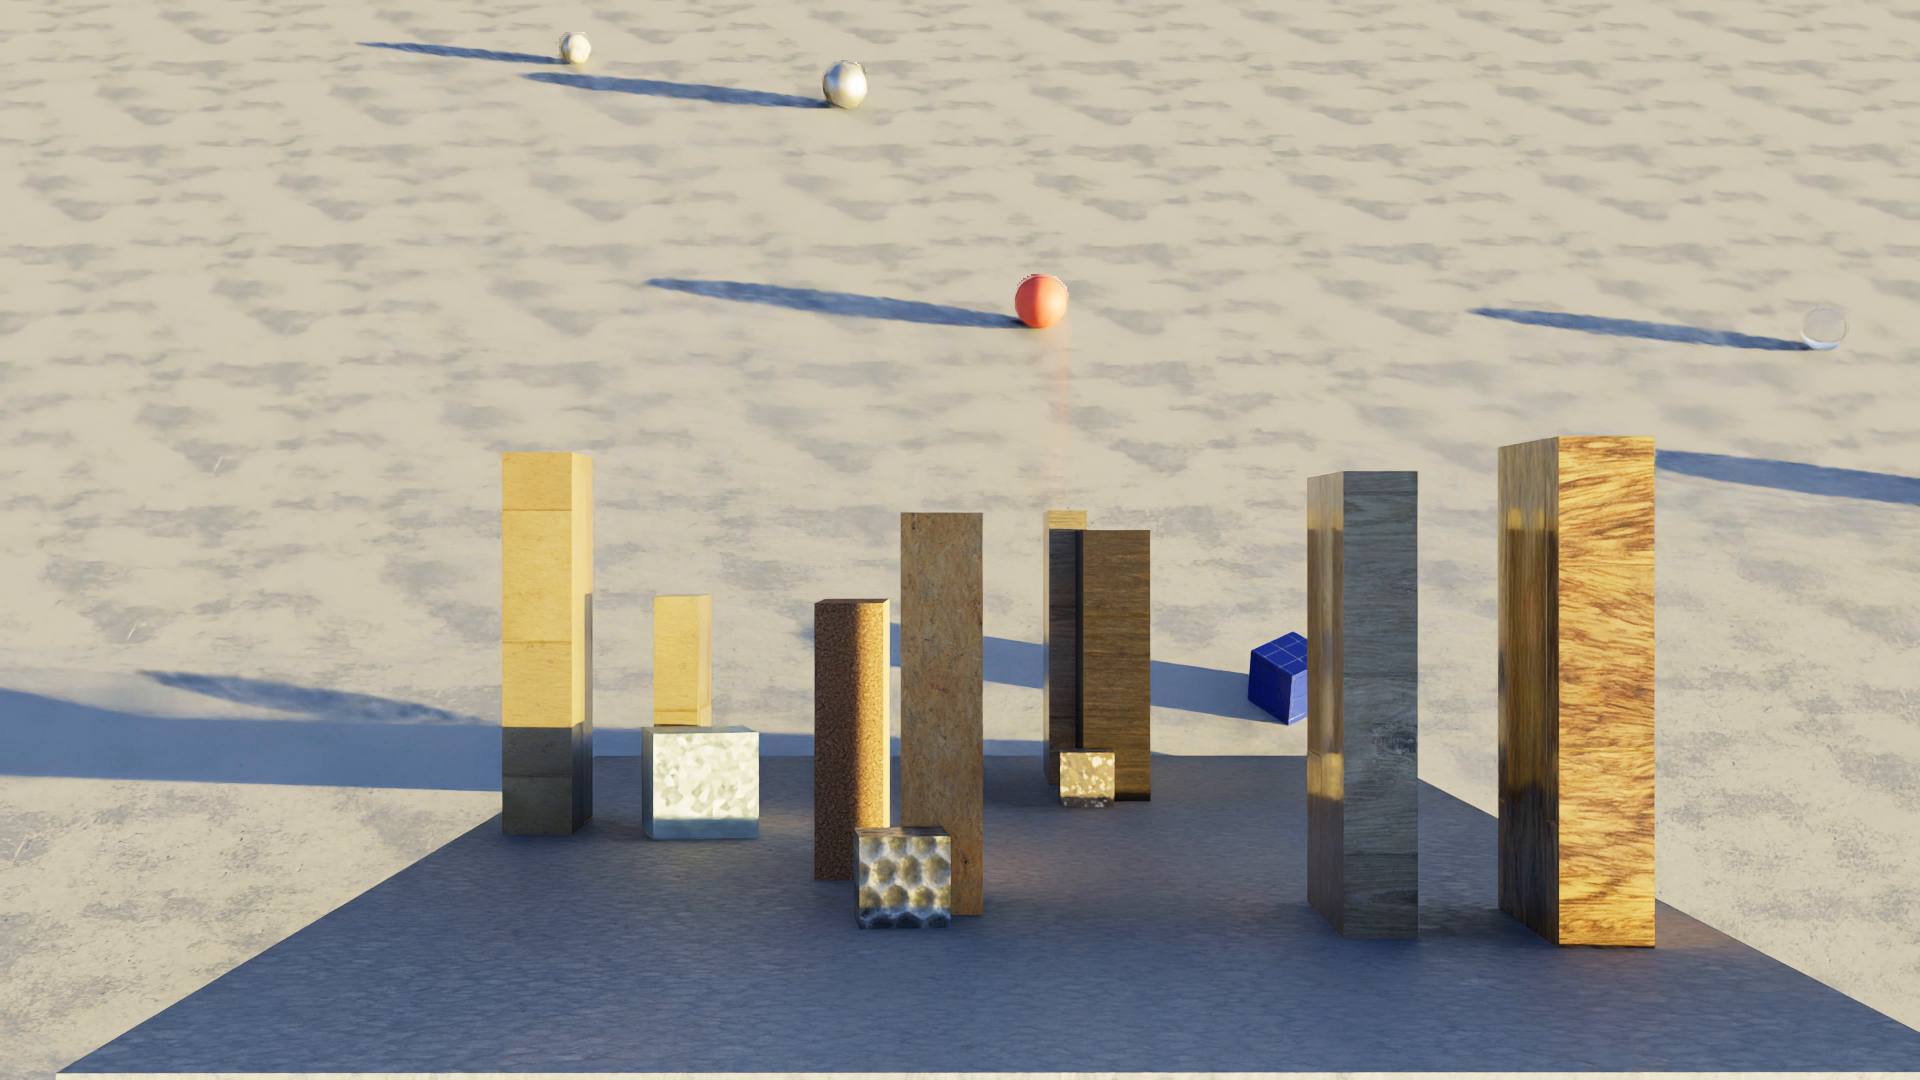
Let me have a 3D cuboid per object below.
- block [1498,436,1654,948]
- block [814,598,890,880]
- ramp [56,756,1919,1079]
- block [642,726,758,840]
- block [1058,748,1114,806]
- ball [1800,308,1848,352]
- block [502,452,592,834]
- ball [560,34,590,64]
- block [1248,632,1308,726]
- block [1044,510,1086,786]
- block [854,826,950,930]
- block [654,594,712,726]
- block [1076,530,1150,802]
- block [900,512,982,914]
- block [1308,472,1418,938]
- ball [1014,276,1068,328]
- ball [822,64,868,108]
[{"bbox_3d":[0.869,0.205,3.675,0.128,0.689,0.393,0,0,0],"label":"block"},{"bbox_3d":[-0.180,0.327,4.376,0.112,0.448,0.363,0,0,0],"label":"block"},{"bbox_3d":[0.068,0.602,4.663,2.000,0.100,4.000,0,0,0],"label":"ramp"},{"bbox_3d":[-0.491,0.455,4.875,0.195,0.195,0.195,0,0,-13],"label":"block"},{"bbox_3d":[0.264,0.497,5.414,0.112,0.112,0.112,0,0,1],"label":"block"},{"bbox_3d":[2.964,-0.723,8.879,0.151,0.151,0.151,0,30,0],"label":"ball"},{"bbox_3d":[-0.793,0.194,4.987,0.131,0.717,0.274,0,0,0],"label":"block"},{"bbox_3d":[-1.689,-2.155,11.356,0.132,0.132,0.132,0,30,0],"label":"ball"},{"bbox_3d":[0.894,0.373,6.989,0.159,0.159,0.159,-21,36,-32],"label":"block"},{"bbox_3d":[0.243,0.244,6.031,0.085,0.620,0.403,0,0,0],"label":"block"},{"bbox_3d":[-0.084,0.485,3.728,0.130,0.130,0.130,0,0,-6],"label":"block"},{"bbox_3d":[-0.546,0.331,5.108,0.084,0.443,0.273,0,0,0],"label":"block"},{"bbox_3d":[0.331,0.266,5.664,0.142,0.574,0.389,0,0,0],"label":"block"},{"bbox_3d":[-0.027,0.255,3.940,0.121,0.591,0.280,0,0,0],"label":"block"},{"bbox_3d":[0.580,0.227,3.757,0.103,0.645,0.371,0,0,0],"label":"block"},{"bbox_3d":[0.281,-0.829,9.026,0.185,0.185,0.185,0,30,0],"label":"ball"},{"bbox_3d":[-0.484,-1.910,10.880,0.187,0.187,0.187,0,30,0],"label":"ball"}]
